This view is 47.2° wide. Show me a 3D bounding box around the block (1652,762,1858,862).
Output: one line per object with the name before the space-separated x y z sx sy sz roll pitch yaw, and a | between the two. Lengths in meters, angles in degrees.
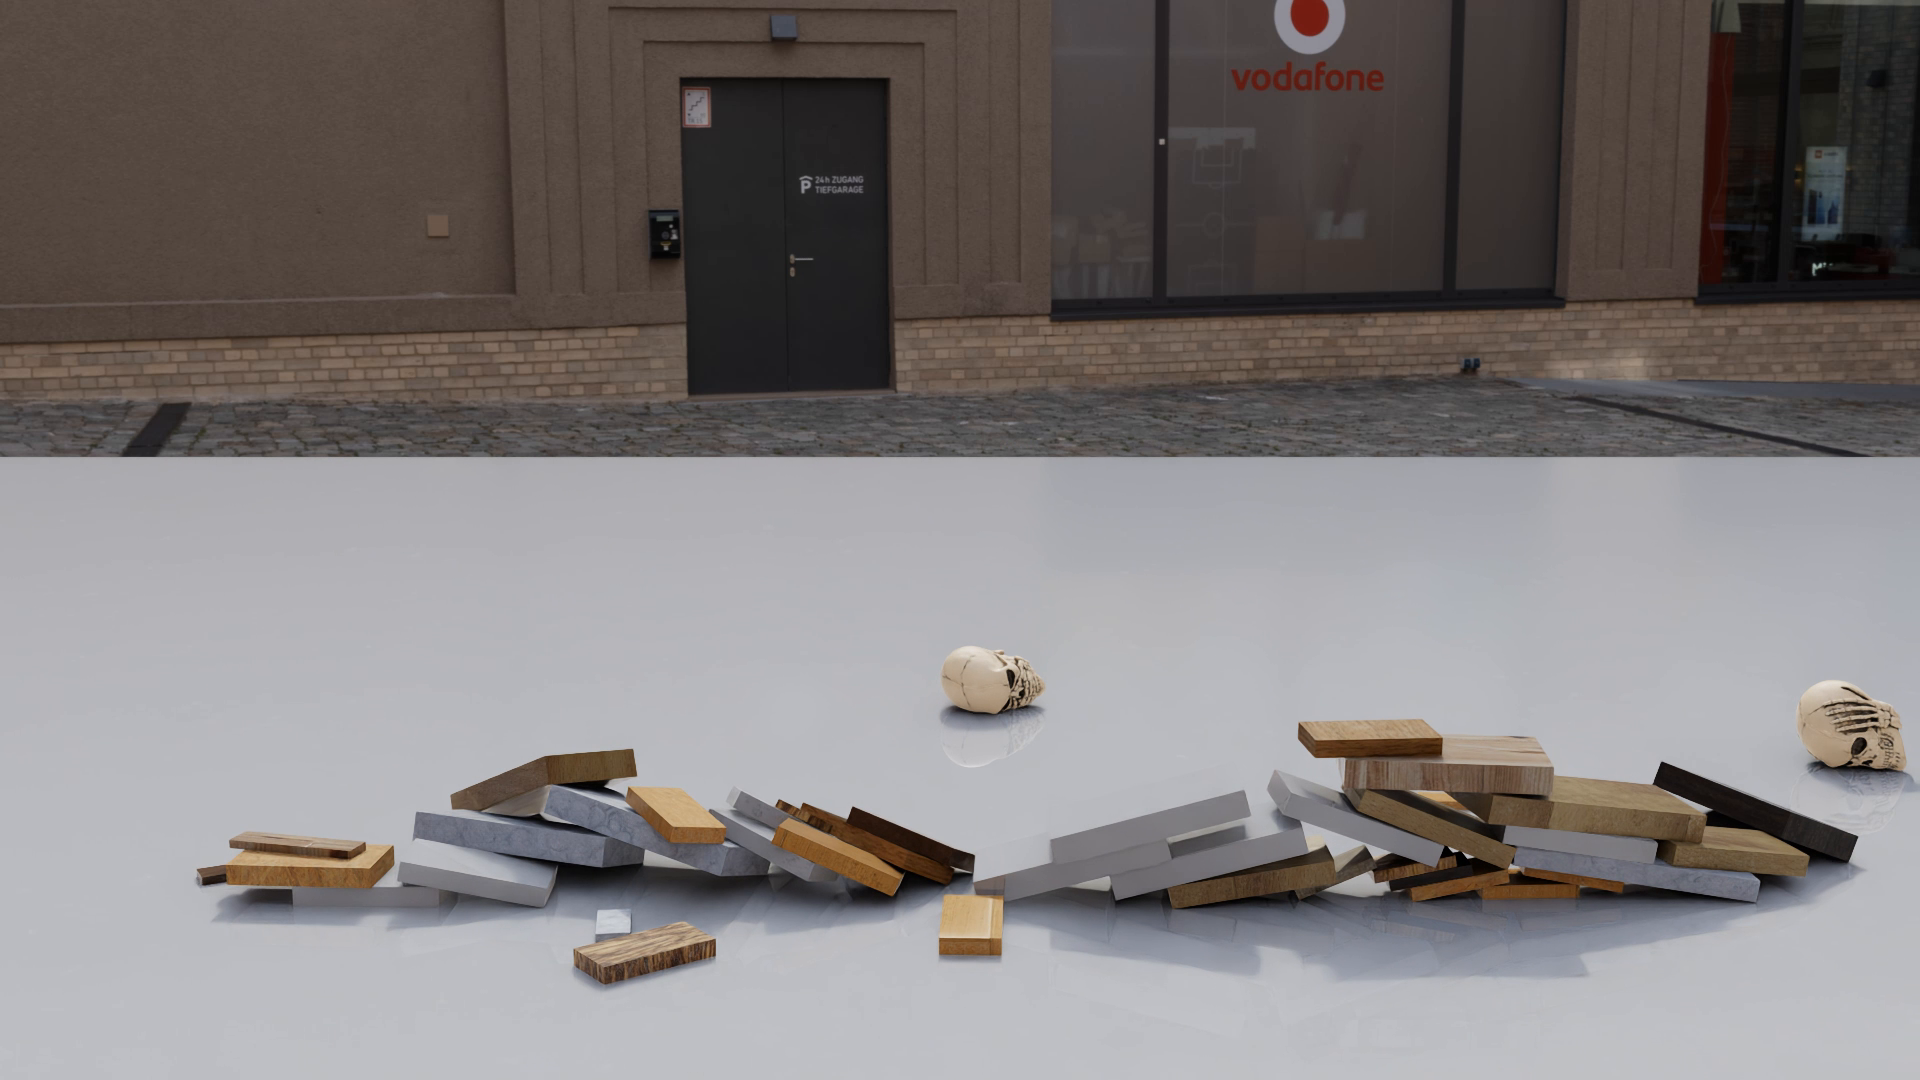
block | 1.422 0.484 3.946 0.167 0.047 0.334 19 2 -24

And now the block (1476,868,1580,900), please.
block | 0.944 0.575 3.685 0.163 0.023 0.081 -1 11 -3

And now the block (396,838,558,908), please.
block | -0.798 0.552 3.649 0.241 0.034 0.121 11 10 -4

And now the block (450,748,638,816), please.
block | -0.745 0.438 3.921 0.176 0.050 0.352 -1 -15 -41

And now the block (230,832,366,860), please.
block | -1.110 0.511 3.683 0.226 0.014 0.050 3 11 15

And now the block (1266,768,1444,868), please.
block | 0.652 0.459 3.637 0.272 0.039 0.136 20 9 -7

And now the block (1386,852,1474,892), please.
block | 0.777 0.551 3.662 0.139 0.020 0.069 -11 11 1

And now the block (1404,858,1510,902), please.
block | 0.824 0.563 3.668 0.163 0.023 0.081 -11 11 -1

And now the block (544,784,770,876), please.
block | -0.511 0.494 3.747 0.352 0.050 0.176 16 -1 22

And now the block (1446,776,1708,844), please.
block | 1.028 0.441 3.682 0.392 0.047 0.167 7 10 -14

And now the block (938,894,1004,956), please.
block | 0.019 0.610 3.489 0.097 0.027 0.194 0 11 2

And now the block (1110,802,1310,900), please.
block | 0.408 0.511 3.655 0.323 0.046 0.162 -15 10 6

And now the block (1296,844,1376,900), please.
block | 0.621 0.553 3.667 0.139 0.020 0.069 -23 10 3

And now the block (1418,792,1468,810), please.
block | 0.922 0.493 4.151 0.109 0.015 0.054 1 11 7

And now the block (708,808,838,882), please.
block | -0.314 0.511 3.690 0.218 0.031 0.109 24 2 24

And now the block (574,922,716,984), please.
block | -0.483 0.632 3.370 0.194 0.027 0.097 -8 13 -37

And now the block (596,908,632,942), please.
block | -0.551 0.614 3.499 0.054 0.015 0.108 -1 11 -7

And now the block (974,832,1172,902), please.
block | 0.186 0.524 3.662 0.323 0.046 0.162 -15 10 5

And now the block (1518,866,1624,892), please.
block | 1.019 0.552 3.678 0.163 0.023 0.081 10 10 3

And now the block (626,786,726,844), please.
block | -0.475 0.458 3.665 0.097 0.027 0.194 6 11 -32

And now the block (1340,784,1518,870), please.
block | 0.777 0.462 3.655 0.272 0.039 0.136 22 8 -5

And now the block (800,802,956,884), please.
block | -0.150 0.525 3.812 0.107 0.030 0.334 27 -7 -36

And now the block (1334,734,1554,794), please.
block | 0.798 0.368 3.646 0.334 0.047 0.167 2 12 4

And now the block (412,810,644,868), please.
block | -0.739 0.512 3.787 0.352 0.050 0.176 5 -4 15

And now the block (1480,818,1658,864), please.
block | 1.012 0.485 3.662 0.257 0.036 0.129 8 10 -5

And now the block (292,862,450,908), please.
block | -0.973 0.574 3.663 0.241 0.034 0.121 0 11 1

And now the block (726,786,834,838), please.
block | -0.294 0.490 3.783 0.218 0.031 0.109 29 -7 -11

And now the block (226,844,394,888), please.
block | -1.079 0.540 3.658 0.241 0.034 0.121 1 11 4

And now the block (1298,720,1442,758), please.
block | 0.678 0.328 3.639 0.213 0.030 0.107 -1 12 -7

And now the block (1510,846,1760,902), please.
block | 1.112 0.537 3.677 0.409 0.036 0.129 9 10 -2

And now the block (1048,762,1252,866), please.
block | 0.309 0.449 3.621 0.323 0.046 0.162 -15 10 4

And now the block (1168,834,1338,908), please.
block | 0.479 0.550 3.654 0.272 0.039 0.136 -9 10 2

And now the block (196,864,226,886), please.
block | -1.246 0.567 3.752 0.100 0.014 0.050 -6 12 -29

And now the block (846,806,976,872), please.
block | -0.079 0.515 3.777 0.213 0.030 0.107 18 -6 30

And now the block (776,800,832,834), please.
block | -0.273 0.484 3.851 0.054 0.015 0.108 33 -11 -35

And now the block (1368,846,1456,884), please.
block | 0.749 0.537 3.659 0.139 0.020 0.069 -11 11 -1

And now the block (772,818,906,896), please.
block | -0.200 0.527 3.659 0.218 0.031 0.109 23 2 4

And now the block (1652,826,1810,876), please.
block | 1.282 0.521 3.713 0.257 0.036 0.129 6 10 -16
